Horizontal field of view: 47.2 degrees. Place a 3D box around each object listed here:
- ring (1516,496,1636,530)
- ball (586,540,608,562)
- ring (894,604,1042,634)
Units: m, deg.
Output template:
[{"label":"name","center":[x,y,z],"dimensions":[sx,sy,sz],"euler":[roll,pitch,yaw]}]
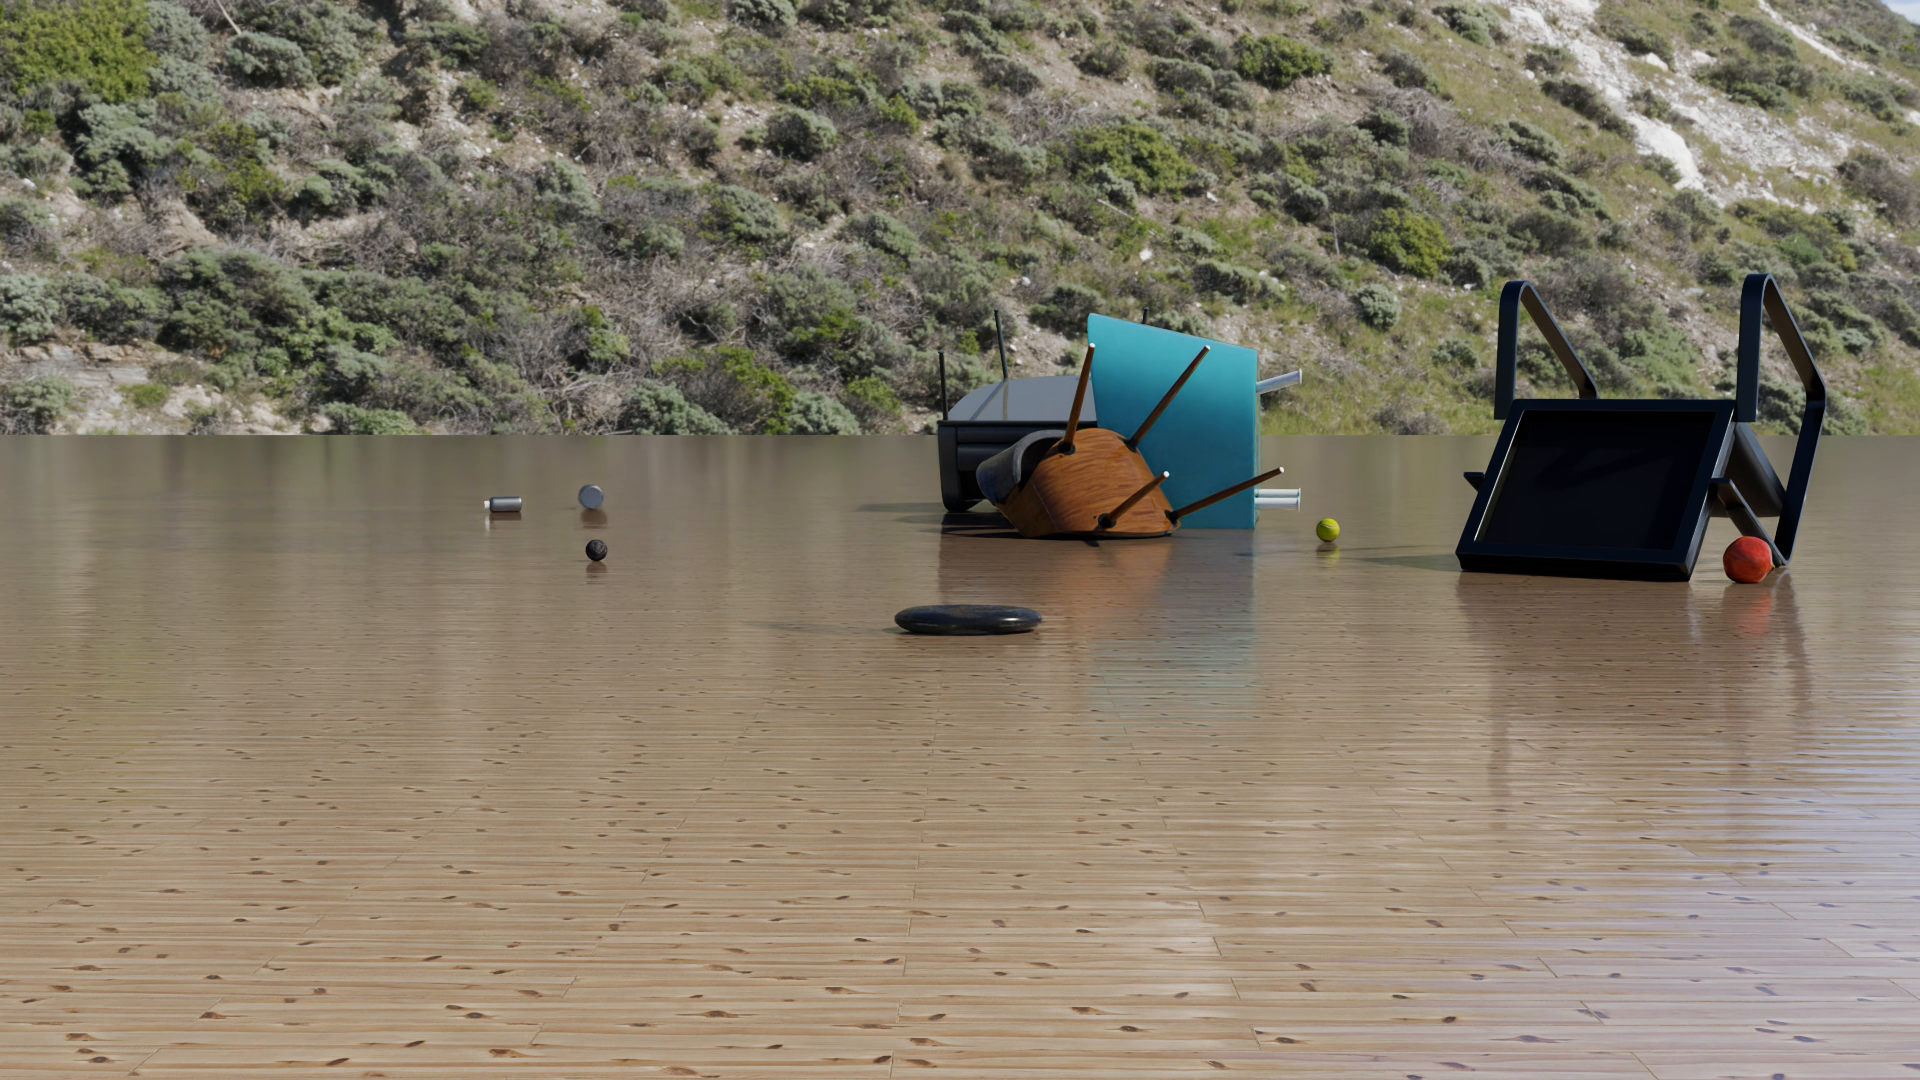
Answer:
[{"label":"ring","center":[1.989,-0.089,7.107],"dimensions":[0.375,0.104,0.262],"euler":[2,3,13]},{"label":"ball","center":[-0.949,0.027,5.743],"dimensions":[0.057,0.057,0.057],"euler":[0,4,0]},{"label":"ring","center":[0.015,0.147,4.093],"dimensions":[0.276,0.043,0.201],"euler":[0,3,-2]}]
